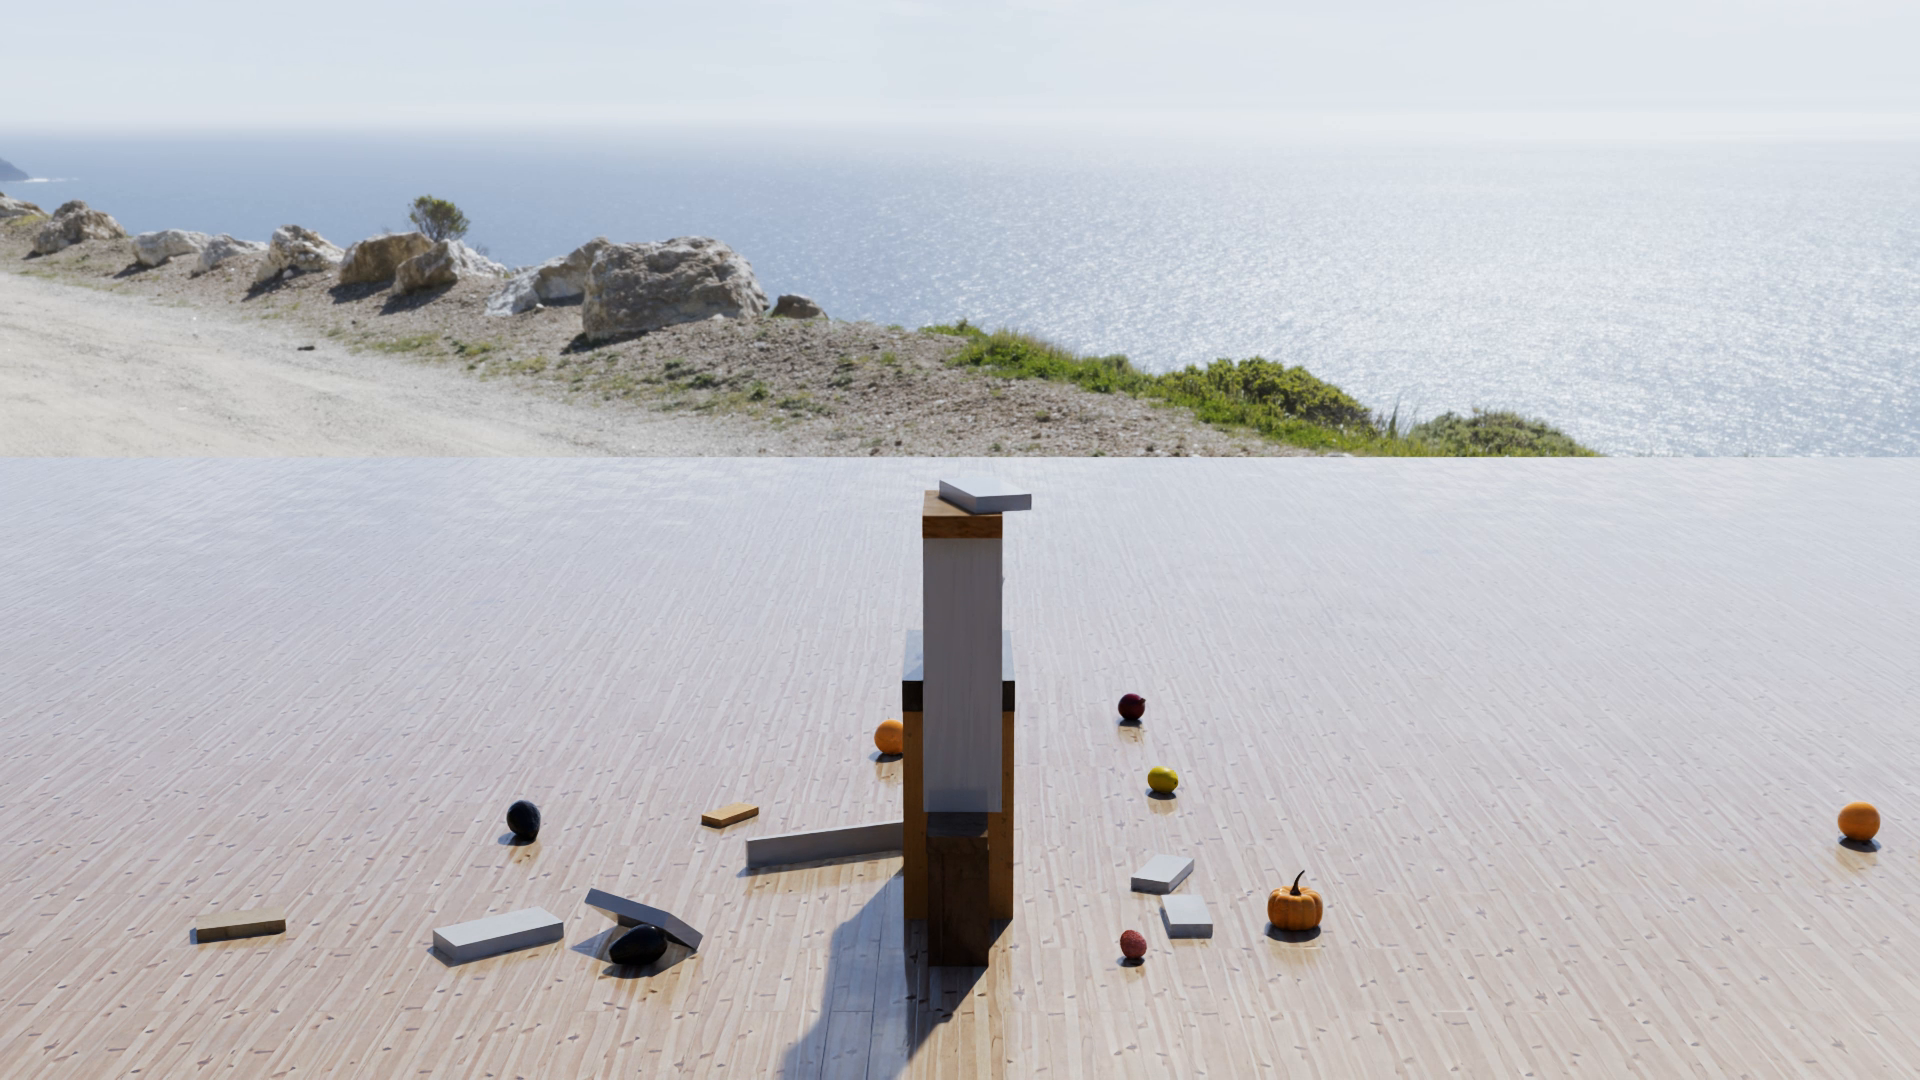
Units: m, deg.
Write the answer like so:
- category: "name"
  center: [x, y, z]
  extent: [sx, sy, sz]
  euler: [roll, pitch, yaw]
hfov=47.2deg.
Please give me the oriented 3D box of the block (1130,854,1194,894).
- category: "block"
  center: [0.345, 0.567, 3.742]
  extent: [0.067, 0.019, 0.134]
  euler: [5, 12, 24]

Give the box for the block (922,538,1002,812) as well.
- category: "block"
  center: [0.004, 0.205, 3.390]
  extent: [0.121, 0.436, 0.034]
  euler: [0, 10, 0]

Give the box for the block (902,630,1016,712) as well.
- category: "block"
  center: [-0.002, 0.212, 3.623]
  extent: [0.177, 0.050, 0.355]
  euler: [0, 11, 0]

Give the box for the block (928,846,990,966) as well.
- category: "block"
  center: [-0.002, 0.556, 3.345]
  extent: [0.093, 0.185, 0.026]
  euler: [0, 11, 0]

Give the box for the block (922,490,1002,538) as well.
- category: "block"
  center: [0.004, -0.042, 3.427]
  extent: [0.122, 0.034, 0.243]
  euler: [0, 11, 0]

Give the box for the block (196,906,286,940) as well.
- category: "block"
  center: [-1.147, 0.611, 3.506]
  extent: [0.134, 0.019, 0.067]
  euler: [-4, 11, -20]

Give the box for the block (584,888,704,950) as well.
- category: "block"
  center: [-0.496, 0.593, 3.443]
  extent: [0.180, 0.026, 0.090]
  euler: [8, -26, 38]

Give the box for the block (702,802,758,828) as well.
- category: "block"
  center: [-0.425, 0.508, 4.071]
  extent: [0.050, 0.014, 0.101]
  euler: [8, 13, 37]

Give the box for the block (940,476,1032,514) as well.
- category: "block"
  center: [0.038, -0.071, 3.422]
  extent: [0.090, 0.025, 0.180]
  euler: [-4, 11, -18]

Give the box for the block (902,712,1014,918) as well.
- category: "block"
  center: [-0.002, 0.433, 3.544]
  extent: [0.177, 0.355, 0.050]
  euler: [0, 11, 0]

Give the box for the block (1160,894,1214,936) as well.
- category: "block"
  center: [0.365, 0.604, 3.543]
  extent: [0.067, 0.019, 0.134]
  euler: [0, 11, -2]

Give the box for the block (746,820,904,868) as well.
- category: "block"
  center: [-0.206, 0.529, 3.857]
  extent: [0.348, 0.050, 0.014]
  euler: [-4, 11, -22]

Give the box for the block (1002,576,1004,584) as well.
- category: "block"
  center: [0.025, 0.119, 3.627]
  extent: [0.068, 0.136, 0.019]
  euler: [-10, 38, -43]

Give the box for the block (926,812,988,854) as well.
- category: "block"
  center: [-0.004, 0.441, 3.386]
  extent: [0.093, 0.026, 0.185]
  euler: [0, 11, 1]

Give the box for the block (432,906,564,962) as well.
- category: "block"
  center: [-0.724, 0.617, 3.451]
  extent: [0.180, 0.026, 0.090]
  euler: [-8, 13, -35]
